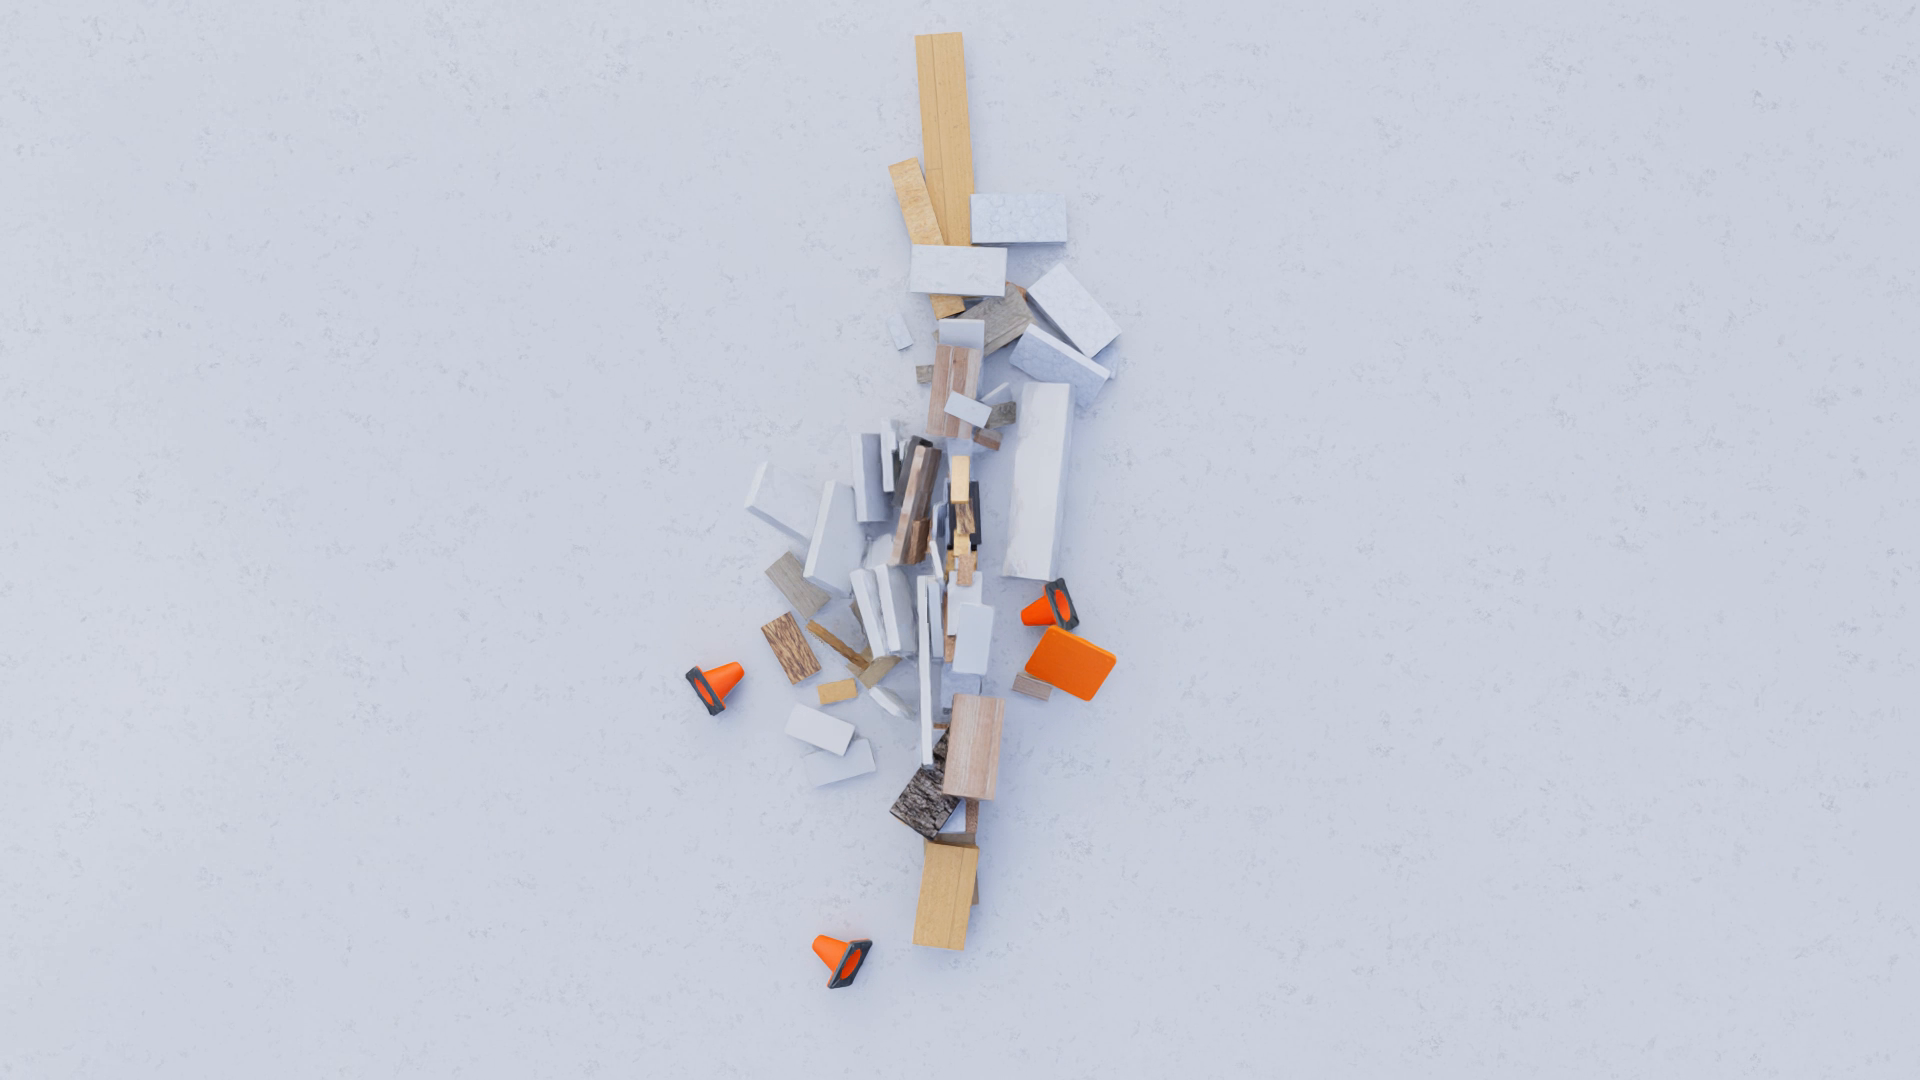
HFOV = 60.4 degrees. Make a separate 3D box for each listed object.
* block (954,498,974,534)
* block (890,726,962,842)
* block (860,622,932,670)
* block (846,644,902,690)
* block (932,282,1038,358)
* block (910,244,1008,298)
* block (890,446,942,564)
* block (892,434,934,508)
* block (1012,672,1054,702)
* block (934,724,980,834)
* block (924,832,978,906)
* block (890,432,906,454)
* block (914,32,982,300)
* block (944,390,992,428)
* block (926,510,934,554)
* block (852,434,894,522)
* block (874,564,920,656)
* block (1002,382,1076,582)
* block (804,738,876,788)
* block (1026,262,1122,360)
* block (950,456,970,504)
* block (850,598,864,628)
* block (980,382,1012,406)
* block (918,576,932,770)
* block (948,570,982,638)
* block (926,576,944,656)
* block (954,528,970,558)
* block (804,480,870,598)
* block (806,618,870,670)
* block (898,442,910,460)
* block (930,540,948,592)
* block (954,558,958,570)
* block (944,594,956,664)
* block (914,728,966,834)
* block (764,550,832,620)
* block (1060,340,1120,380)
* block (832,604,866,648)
[{"bbox_3d":[0.015,-0.077,5.361,0.057,0.016,0.113,-4,88,-5],"label":"block"},{"bbox_3d":[-0.064,0.787,5.319,0.166,0.047,0.331,34,73,9],"label":"block"},{"bbox_3d":[-0.193,0.316,5.441,0.243,0.034,0.122,32,67,-8],"label":"block"},{"bbox_3d":[-0.260,0.384,5.484,0.220,0.031,0.110,-43,90,0],"label":"block"},{"bbox_3d":[0.082,-0.698,5.446,0.317,0.045,0.158,-31,94,5],"label":"block"},{"bbox_3d":[-0.003,-0.880,5.397,0.309,0.044,0.154,3,91,5],"label":"block"},{"bbox_3d":[-0.144,-0.113,5.423,0.034,0.119,0.392,16,95,26],"label":"block"},{"bbox_3d":[-0.156,-0.219,5.438,0.034,0.119,0.239,16,90,19],"label":"block"},{"bbox_3d":[0.241,0.488,5.481,0.126,0.018,0.063,18,109,0],"label":"block"},{"bbox_3d":[-0.016,0.782,5.422,0.171,0.048,0.342,5,71,0],"label":"block"},{"bbox_3d":[-0.033,1.038,5.456,0.171,0.048,0.342,-3,95,-3],"label":"block"},{"bbox_3d":[-0.202,-0.317,5.432,0.017,0.121,0.060,-3,84,13],"label":"block"},{"bbox_3d":[-0.038,-1.238,5.478,0.158,0.045,0.878,-4,90,0],"label":"block"},{"bbox_3d":[0.025,-0.422,5.326,0.141,0.020,0.071,24,101,-5],"label":"block"},{"bbox_3d":[-0.092,-0.029,5.464,0.021,0.072,0.145,8,90,-1],"label":"block"},{"bbox_3d":[-0.288,-0.205,5.430,0.041,0.143,0.286,-4,90,35],"label":"block"},{"bbox_3d":[-0.204,0.229,5.372,0.041,0.143,0.286,-16,75,21],"label":"block"},{"bbox_3d":[0.262,-0.194,5.434,0.172,0.049,0.644,6,90,31],"label":"block"},{"bbox_3d":[-0.398,0.739,5.484,0.220,0.031,0.110,-16,90,0],"label":"block"},{"bbox_3d":[0.376,-0.752,5.455,0.154,0.044,0.309,-41,87,-12],"label":"block"},{"bbox_3d":[0.001,-0.197,5.363,0.057,0.016,0.169,1,63,2],"label":"block"},{"bbox_3d":[-0.300,0.218,5.485,0.107,0.030,0.214,35,90,0],"label":"block"},{"bbox_3d":[0.119,-0.457,5.433,0.020,0.141,0.071,17,131,37],"label":"block"},{"bbox_3d":[-0.114,0.429,5.349,0.031,0.108,0.619,-2,72,-1],"label":"block"},{"bbox_3d":[0.015,0.207,5.329,0.108,0.031,0.216,1,71,-2],"label":"block"},{"bbox_3d":[-0.081,0.248,5.368,0.034,0.122,0.243,-4,98,-3],"label":"block"},{"bbox_3d":[0.005,0.010,5.356,0.050,0.014,0.099,1,60,-2],"label":"block"},{"bbox_3d":[-0.393,-0.005,5.366,0.172,0.049,0.344,30,62,-37],"label":"block"},{"bbox_3d":[-0.397,0.341,5.359,0.217,0.108,0.031,41,82,-31],"label":"block"},{"bbox_3d":[-0.179,-0.293,5.438,0.017,0.121,0.060,3,92,11],"label":"block"},{"bbox_3d":[-0.069,0.085,5.359,0.021,0.072,0.161,-15,48,2],"label":"block"},{"bbox_3d":[0.009,0.052,5.355,0.049,0.014,0.099,2,66,-2],"label":"block"},{"bbox_3d":[0.002,0.288,5.333,0.108,0.031,0.223,0,71,-2],"label":"block"},{"bbox_3d":[-0.064,0.784,5.369,0.166,0.047,0.331,1,71,-1],"label":"block"},{"bbox_3d":[-0.540,0.151,5.485,0.107,0.030,0.214,-41,90,0],"label":"block"},{"bbox_3d":[0.421,-0.599,5.486,0.201,0.028,0.100,10,90,0],"label":"block"},{"bbox_3d":[-0.364,0.284,5.460,0.063,0.018,0.126,-29,90,0],"label":"block"}]
